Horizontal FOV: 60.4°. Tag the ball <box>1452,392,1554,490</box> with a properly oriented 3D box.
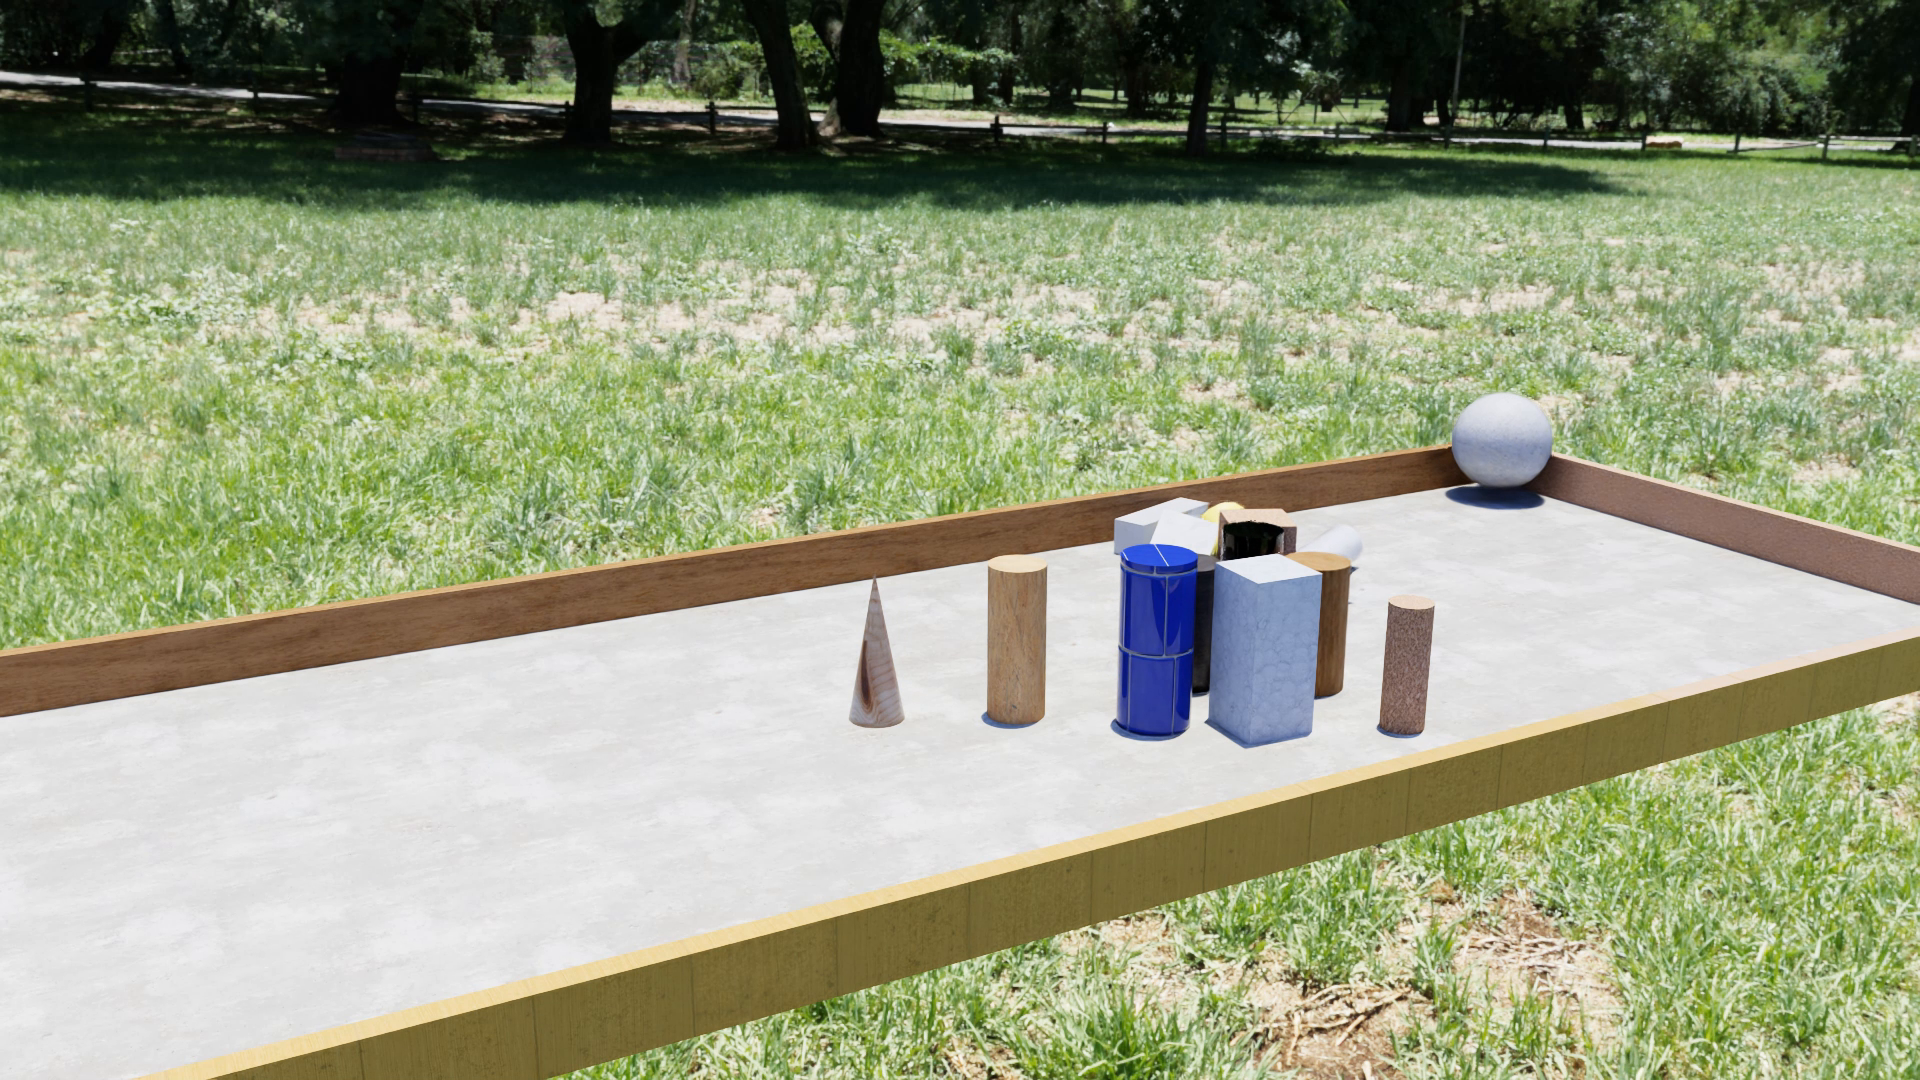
[{"bbox_3d":[1.913,-0.349,5.825,0.342,0.342,0.342,0,16,0],"label":"ball"}]

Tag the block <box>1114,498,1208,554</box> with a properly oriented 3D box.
[{"bbox_3d":[0.648,-0.039,5.288,0.112,0.112,0.359,14,22,40],"label":"block"}]

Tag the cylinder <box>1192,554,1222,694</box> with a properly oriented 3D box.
[{"bbox_3d":[0.572,0.205,4.086,0.141,0.317,0.141,-1,18,0],"label":"cylinder"}]

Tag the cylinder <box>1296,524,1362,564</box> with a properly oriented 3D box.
[{"bbox_3d":[1.069,0.063,4.916,0.126,0.126,0.415,10,19,31],"label":"cylinder"}]

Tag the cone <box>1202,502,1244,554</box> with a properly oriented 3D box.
[{"bbox_3d":[0.862,0.036,5.085,0.172,0.172,0.305,-3,33,-12],"label":"cone"}]

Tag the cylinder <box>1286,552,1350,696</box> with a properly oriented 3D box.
[{"bbox_3d":[0.874,0.206,4.078,0.163,0.323,0.163,0,16,0],"label":"cylinder"}]

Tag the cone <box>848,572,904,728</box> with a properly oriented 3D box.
[{"bbox_3d":[-0.198,0.246,3.869,0.134,0.365,0.134,0,16,0],"label":"cone"}]

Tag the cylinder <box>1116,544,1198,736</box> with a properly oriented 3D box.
[{"bbox_3d":[0.456,0.232,3.834,0.176,0.413,0.176,0,16,0],"label":"cylinder"}]

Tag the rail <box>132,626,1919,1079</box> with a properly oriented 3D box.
[{"bbox_3d":[-2.336,1.006,1.665,12.000,0.150,0.050,-9,18,-27],"label":"rail"}]

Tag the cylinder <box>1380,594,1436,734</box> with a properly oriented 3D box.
[{"bbox_3d":[1.036,0.289,3.824,0.103,0.308,0.103,0,16,0],"label":"cylinder"}]

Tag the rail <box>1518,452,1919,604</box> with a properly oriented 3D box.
[{"bbox_3d":[2.466,-0.048,5.253,0.050,0.150,2.100,-9,18,-27],"label":"rail"}]

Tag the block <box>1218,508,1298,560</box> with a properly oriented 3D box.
[{"bbox_3d":[0.770,0.116,4.322,0.168,0.361,0.168,-1,16,-2],"label":"block"}]

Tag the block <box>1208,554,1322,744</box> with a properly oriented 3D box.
[{"bbox_3d":[0.704,0.250,3.820,0.173,0.386,0.173,-7,18,-23],"label":"block"}]

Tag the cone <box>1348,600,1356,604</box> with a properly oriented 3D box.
[{"bbox_3d":[0.951,0.156,4.689,0.392,0.154,0.154,8,14,-14],"label":"cone"}]

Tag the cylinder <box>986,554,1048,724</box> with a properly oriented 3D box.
[{"bbox_3d":[0.134,0.235,3.890,0.139,0.375,0.139,0,16,0],"label":"cylinder"}]

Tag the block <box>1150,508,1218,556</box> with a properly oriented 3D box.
[{"bbox_3d":[0.555,0.115,4.354,0.157,0.157,0.368,17,49,11],"label":"block"}]

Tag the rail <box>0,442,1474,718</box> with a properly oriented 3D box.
[{"bbox_3d":[-3.305,0.497,3.399,12.000,0.150,0.050,-9,18,-27],"label":"rail"}]

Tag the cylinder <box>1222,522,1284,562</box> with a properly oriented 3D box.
[{"bbox_3d":[0.717,0.166,4.084,0.149,0.398,0.149,0,16,0],"label":"cylinder"}]
